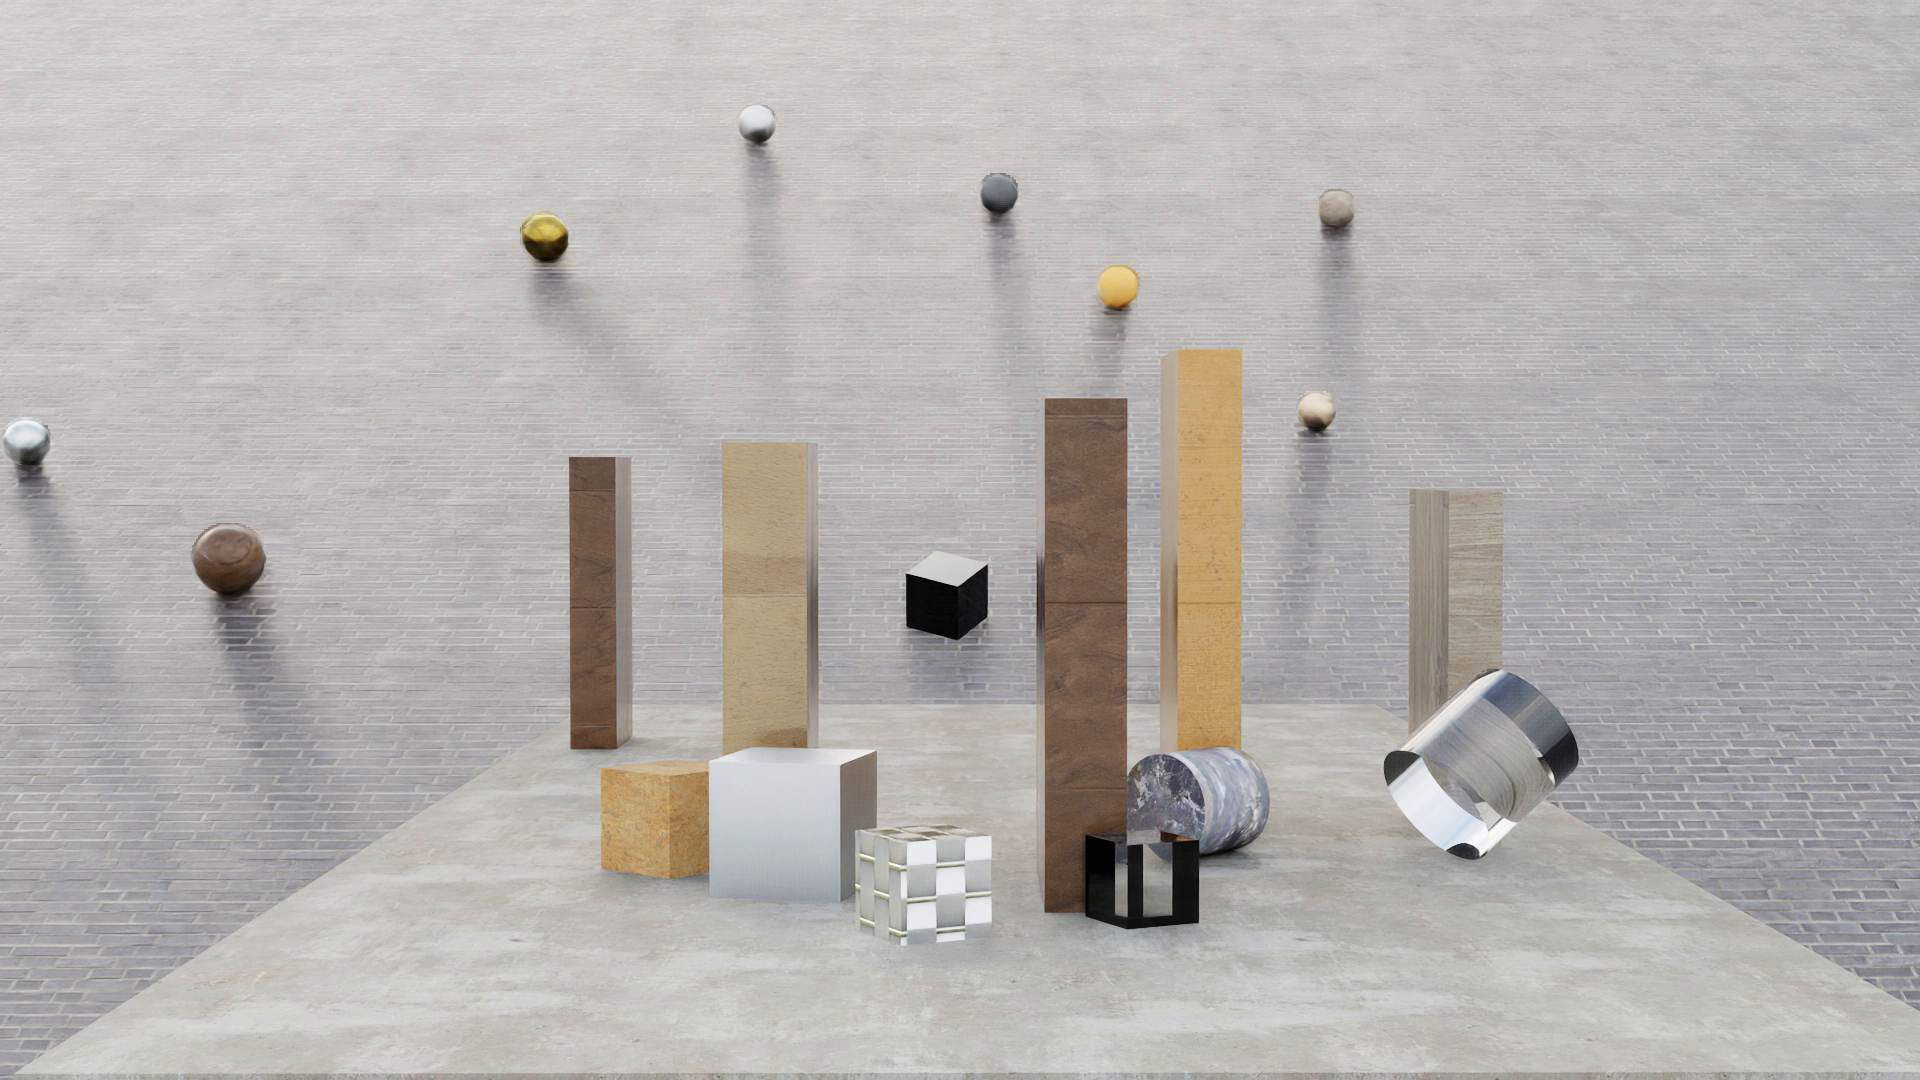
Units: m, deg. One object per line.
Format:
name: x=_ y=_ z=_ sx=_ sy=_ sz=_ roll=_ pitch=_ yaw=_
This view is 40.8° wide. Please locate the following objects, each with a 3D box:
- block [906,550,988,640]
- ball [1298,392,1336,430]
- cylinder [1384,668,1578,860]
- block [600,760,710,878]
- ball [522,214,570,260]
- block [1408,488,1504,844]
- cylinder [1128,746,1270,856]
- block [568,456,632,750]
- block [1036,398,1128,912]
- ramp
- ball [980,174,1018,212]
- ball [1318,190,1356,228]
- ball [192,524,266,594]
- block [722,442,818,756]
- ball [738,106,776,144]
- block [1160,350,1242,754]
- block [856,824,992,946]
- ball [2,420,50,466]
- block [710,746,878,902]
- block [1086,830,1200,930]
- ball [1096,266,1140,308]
block: x=-0.036 y=0.152 z=7.139 sx=0.166 sy=0.166 sz=0.166 roll=14 pitch=29 yaw=27
ball: x=1.161 y=-0.419 z=8.389 sx=0.124 sy=0.124 sz=0.124 roll=0 pitch=25 yaw=0
cylinder: x=0.801 y=0.344 z=3.967 sx=0.210 sy=0.210 sz=0.210 roll=-38 pitch=40 yaw=-22
block: x=-0.432 y=0.417 z=3.878 sx=0.151 sy=0.151 sz=0.151 roll=1 pitch=2 yaw=41
ball: x=-1.589 y=-1.161 z=9.887 sx=0.179 sy=0.179 sz=0.179 roll=0 pitch=25 yaw=0
block: x=0.819 y=0.199 z=4.279 sx=0.086 sy=0.564 sz=0.357 roll=0 pitch=2 yaw=0
cylinder: x=0.366 y=0.407 z=3.999 sx=0.164 sy=0.164 sz=0.164 roll=24 pitch=17 yaw=40
block: x=-0.784 y=0.131 z=5.640 sx=0.099 sy=0.625 sz=0.269 roll=0 pitch=2 yaw=0
block: x=0.170 y=0.151 z=3.654 sx=0.111 sy=0.694 sz=0.362 roll=0 pitch=2 yaw=0
ramp: x=0.058 y=0.524 z=4.562 sx=2.000 sy=0.100 sz=4.000 roll=0 pitch=2 yaw=0
ball: x=0.157 y=-1.398 z=10.418 sx=0.152 sy=0.152 sz=0.152 roll=0 pitch=25 yaw=0
ball: x=1.496 y=-1.313 z=10.242 sx=0.150 sy=0.150 sz=0.150 roll=0 pitch=25 yaw=0
ball: x=-2.070 y=0.055 z=7.304 sx=0.199 sy=0.199 sz=0.199 roll=0 pitch=25 yaw=0
block: x=-0.296 y=0.167 z=4.072 sx=0.128 sy=0.640 sz=0.327 roll=0 pitch=2 yaw=0
ball: x=-0.889 y=-1.819 z=11.287 sx=0.167 sy=0.167 sz=0.167 roll=0 pitch=25 yaw=0
block: x=0.397 y=0.087 z=4.282 sx=0.102 sy=0.789 sz=0.350 roll=0 pitch=2 yaw=0
block: x=-0.048 y=0.443 z=3.329 sx=0.130 sy=0.130 sz=0.130 roll=-1 pitch=2 yaw=-28
ball: x=-2.943 y=-0.307 z=8.131 sx=0.144 sy=0.144 sz=0.144 roll=0 pitch=25 yaw=0
block: x=-0.236 y=0.403 z=3.680 sx=0.191 sy=0.191 sz=0.191 roll=0 pitch=2 yaw=14
block: x=0.242 y=0.450 z=3.428 sx=0.110 sy=0.110 sz=0.110 roll=-1 pitch=2 yaw=-27
ball: x=0.577 y=-0.923 z=9.416 sx=0.154 sy=0.154 sz=0.154 roll=0 pitch=25 yaw=0
